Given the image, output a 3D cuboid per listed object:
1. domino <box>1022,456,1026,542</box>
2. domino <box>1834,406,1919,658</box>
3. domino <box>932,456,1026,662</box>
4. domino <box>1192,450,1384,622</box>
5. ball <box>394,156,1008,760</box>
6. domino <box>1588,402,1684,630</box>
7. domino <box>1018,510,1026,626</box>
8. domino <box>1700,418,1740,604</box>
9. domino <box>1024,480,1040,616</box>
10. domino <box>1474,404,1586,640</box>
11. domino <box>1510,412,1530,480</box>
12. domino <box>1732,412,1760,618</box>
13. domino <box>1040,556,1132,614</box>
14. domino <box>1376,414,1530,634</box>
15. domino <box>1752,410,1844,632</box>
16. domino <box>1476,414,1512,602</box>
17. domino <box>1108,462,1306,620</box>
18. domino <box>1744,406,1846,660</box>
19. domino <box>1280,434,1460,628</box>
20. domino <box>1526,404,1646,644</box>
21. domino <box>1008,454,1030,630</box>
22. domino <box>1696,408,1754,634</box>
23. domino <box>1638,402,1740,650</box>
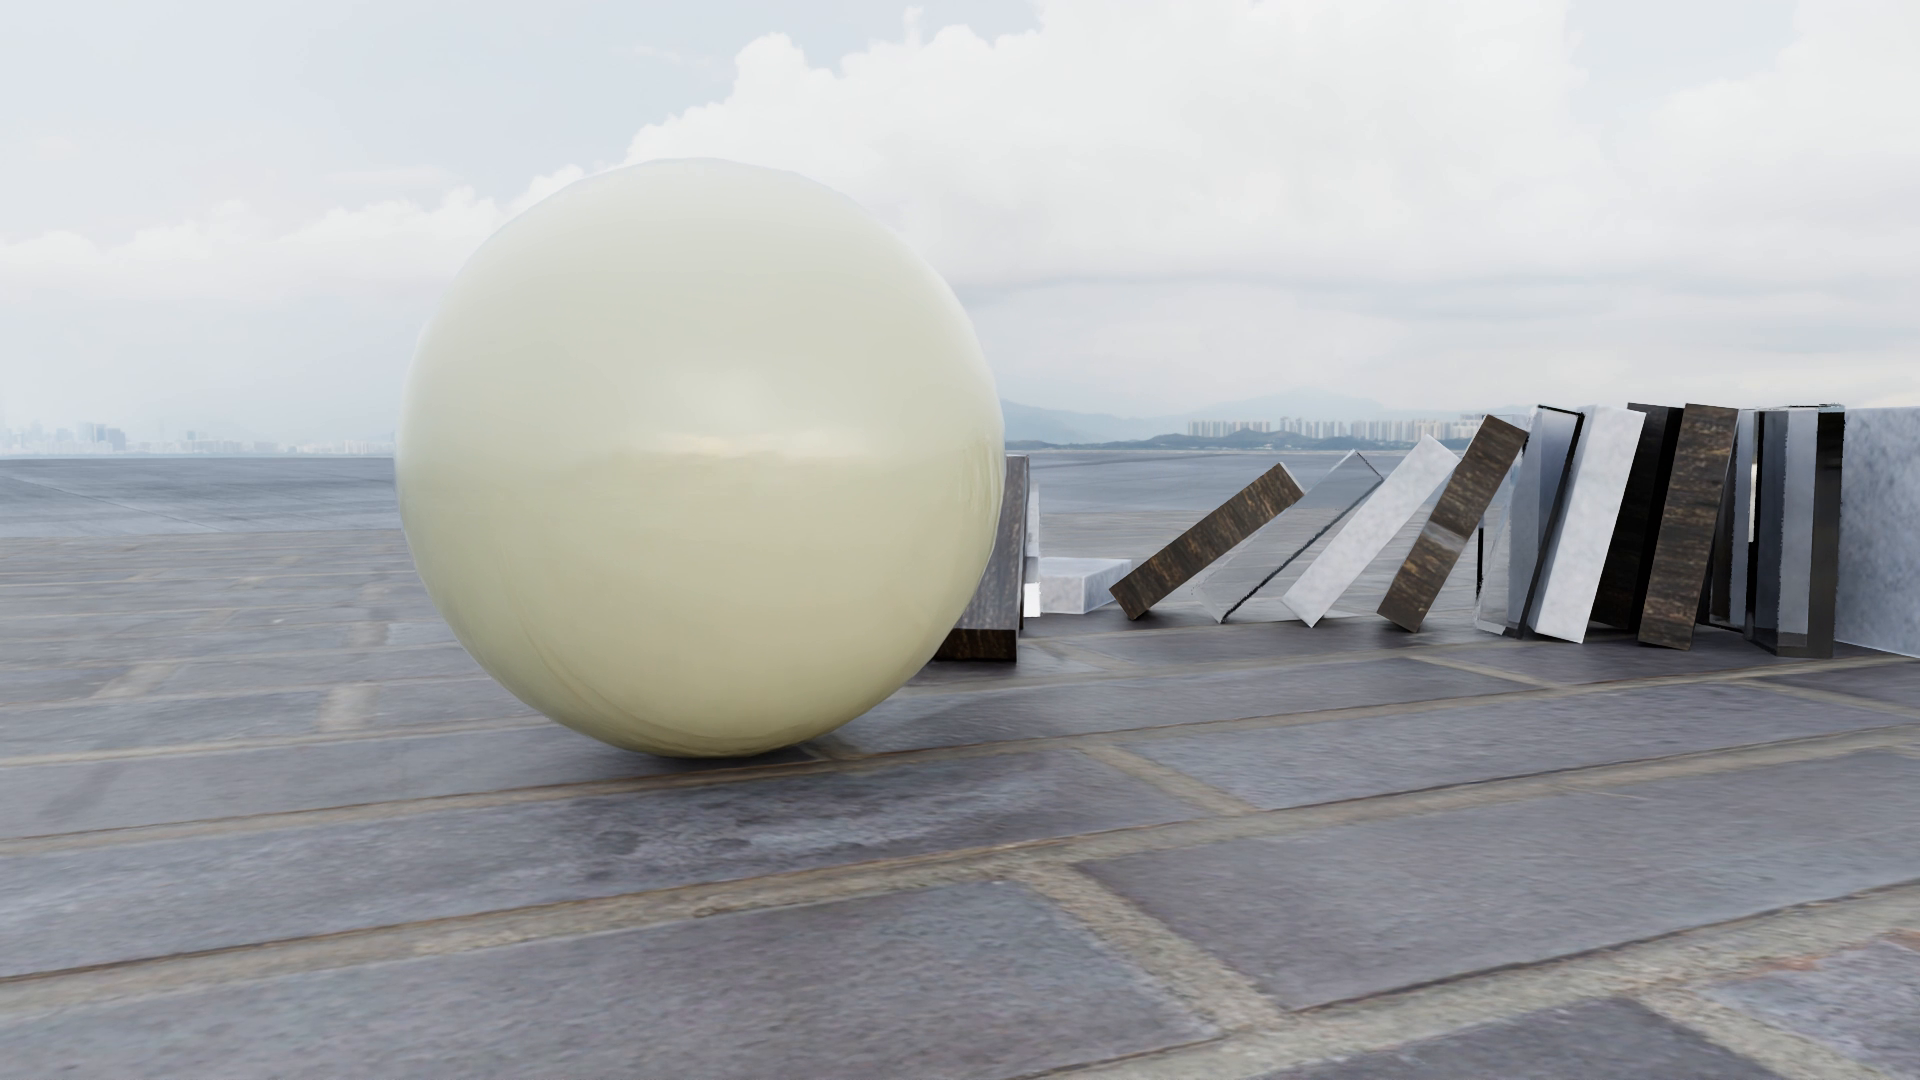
[{"bbox_3d":[0.001,0.002,0.281,0.025,0.010,0.050,1,45,6],"label":"domino"},{"bbox_3d":[0.195,-0.002,0.264,0.009,0.050,0.025,0,4,-3],"label":"domino"},{"bbox_3d":[0.000,0.003,0.266,0.025,0.010,0.050,0,45,5],"label":"domino"},{"bbox_3d":[0.079,-0.001,0.311,0.050,0.010,0.025,-43,-8,14],"label":"domino"},{"bbox_3d":[-0.034,-0.011,0.175,0.080,0.080,0.080,0,4,0],"label":"ball"},{"bbox_3d":[0.160,-0.005,0.293,0.025,0.050,0.010,0,11,-31],"label":"domino"},{"bbox_3d":[0.002,0.001,0.295,0.025,0.010,0.050,1,45,5],"label":"domino"},{"bbox_3d":[0.207,-0.009,0.351,0.009,0.050,0.025,3,5,35],"label":"domino"},{"bbox_3d":[0.008,0.001,0.329,0.025,0.009,0.050,-2,32,5],"label":"domino"},{"bbox_3d":[0.127,-0.005,0.288,0.010,0.050,0.025,15,9,19],"label":"domino"},{"bbox_3d":[0.148,-0.006,0.314,0.025,0.050,0.009,-1,4,-15],"label":"domino"},{"bbox_3d":[0.205,-0.006,0.314,0.025,0.050,0.010,0,4,-1],"label":"domino"},{"bbox_3d":[0.028,0.012,0.348,0.025,0.009,0.050,2,5,21],"label":"domino"},{"bbox_3d":[0.113,-0.004,0.296,0.010,0.050,0.025,29,13,16],"label":"domino"},{"bbox_3d":[0.198,-0.005,0.294,0.009,0.050,0.025,-3,5,-37],"label":"domino"},{"bbox_3d":[0.150,-0.008,0.336,0.025,0.050,0.010,3,5,34],"label":"domino"},{"bbox_3d":[0.061,0.000,0.315,0.050,0.009,0.025,-38,-6,15],"label":"domino"},{"bbox_3d":[0.172,-0.002,0.265,0.010,0.050,0.025,1,5,18],"label":"domino"},{"bbox_3d":[0.097,-0.003,0.303,0.009,0.050,0.025,42,17,13],"label":"domino"},{"bbox_3d":[0.137,-0.004,0.284,0.009,0.050,0.025,14,8,16],"label":"domino"},{"bbox_3d":[0.004,-0.001,0.310,0.025,0.010,0.050,0,45,5],"label":"domino"},{"bbox_3d":[0.180,-0.004,0.290,0.009,0.050,0.025,1,4,-4],"label":"domino"},{"bbox_3d":[0.156,-0.003,0.274,0.010,0.050,0.025,12,10,31],"label":"domino"}]
